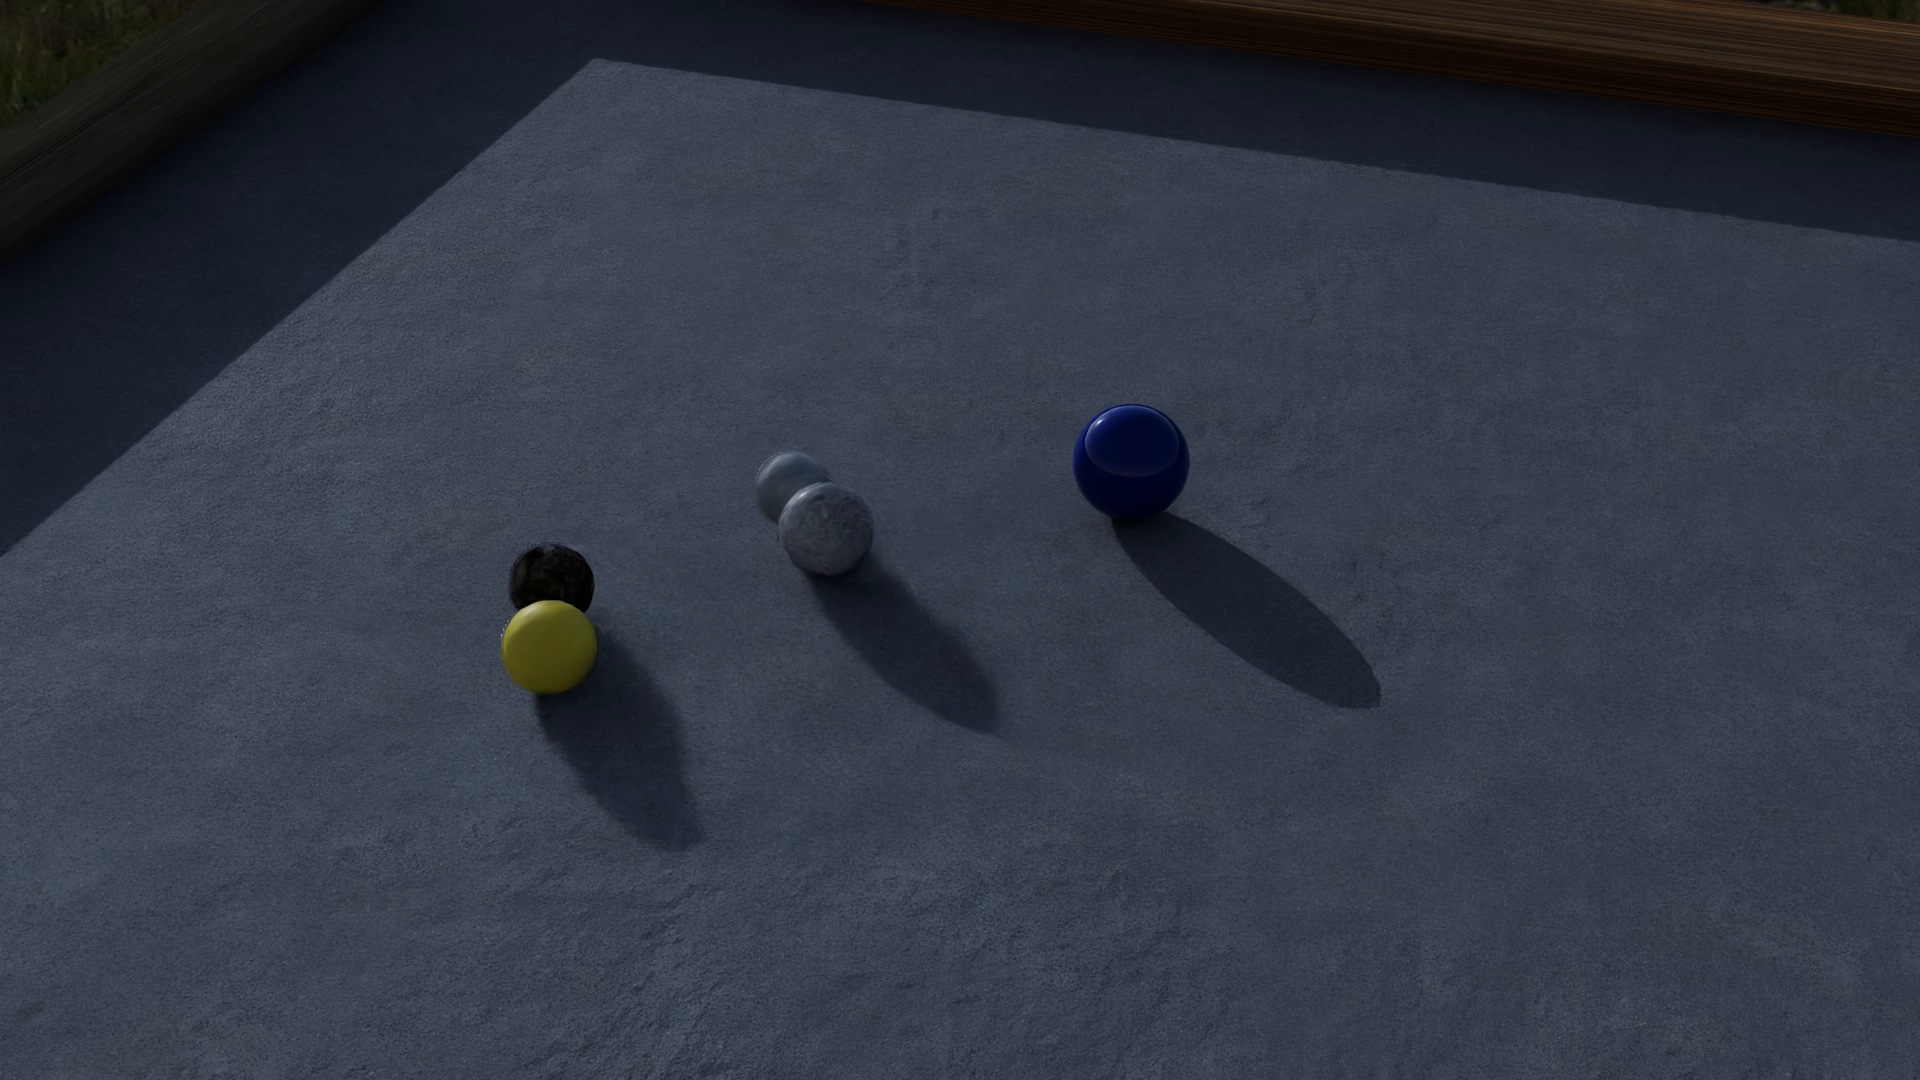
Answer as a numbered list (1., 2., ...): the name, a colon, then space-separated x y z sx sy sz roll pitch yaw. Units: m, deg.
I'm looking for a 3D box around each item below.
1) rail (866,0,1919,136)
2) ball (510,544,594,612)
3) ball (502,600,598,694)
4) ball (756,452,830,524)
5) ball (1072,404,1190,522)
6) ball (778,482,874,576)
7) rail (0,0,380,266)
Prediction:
1. rail: 1.376 -0.413 2.622 4.278 0.126 0.045 11 35 16
2. ball: -0.317 0.036 1.992 0.065 0.065 0.065 0 33 0
3. ball: -0.307 0.080 1.920 0.070 0.070 0.070 0 33 0
4. ball: -0.137 -0.041 2.112 0.062 0.062 0.062 0 33 0
5. ball: 0.141 -0.064 2.116 0.097 0.097 0.097 0 33 0
6. ball: -0.107 -0.009 2.050 0.076 0.076 0.076 0 33 0
7. rail: -0.989 -0.208 2.307 0.045 0.126 2.293 11 35 16
